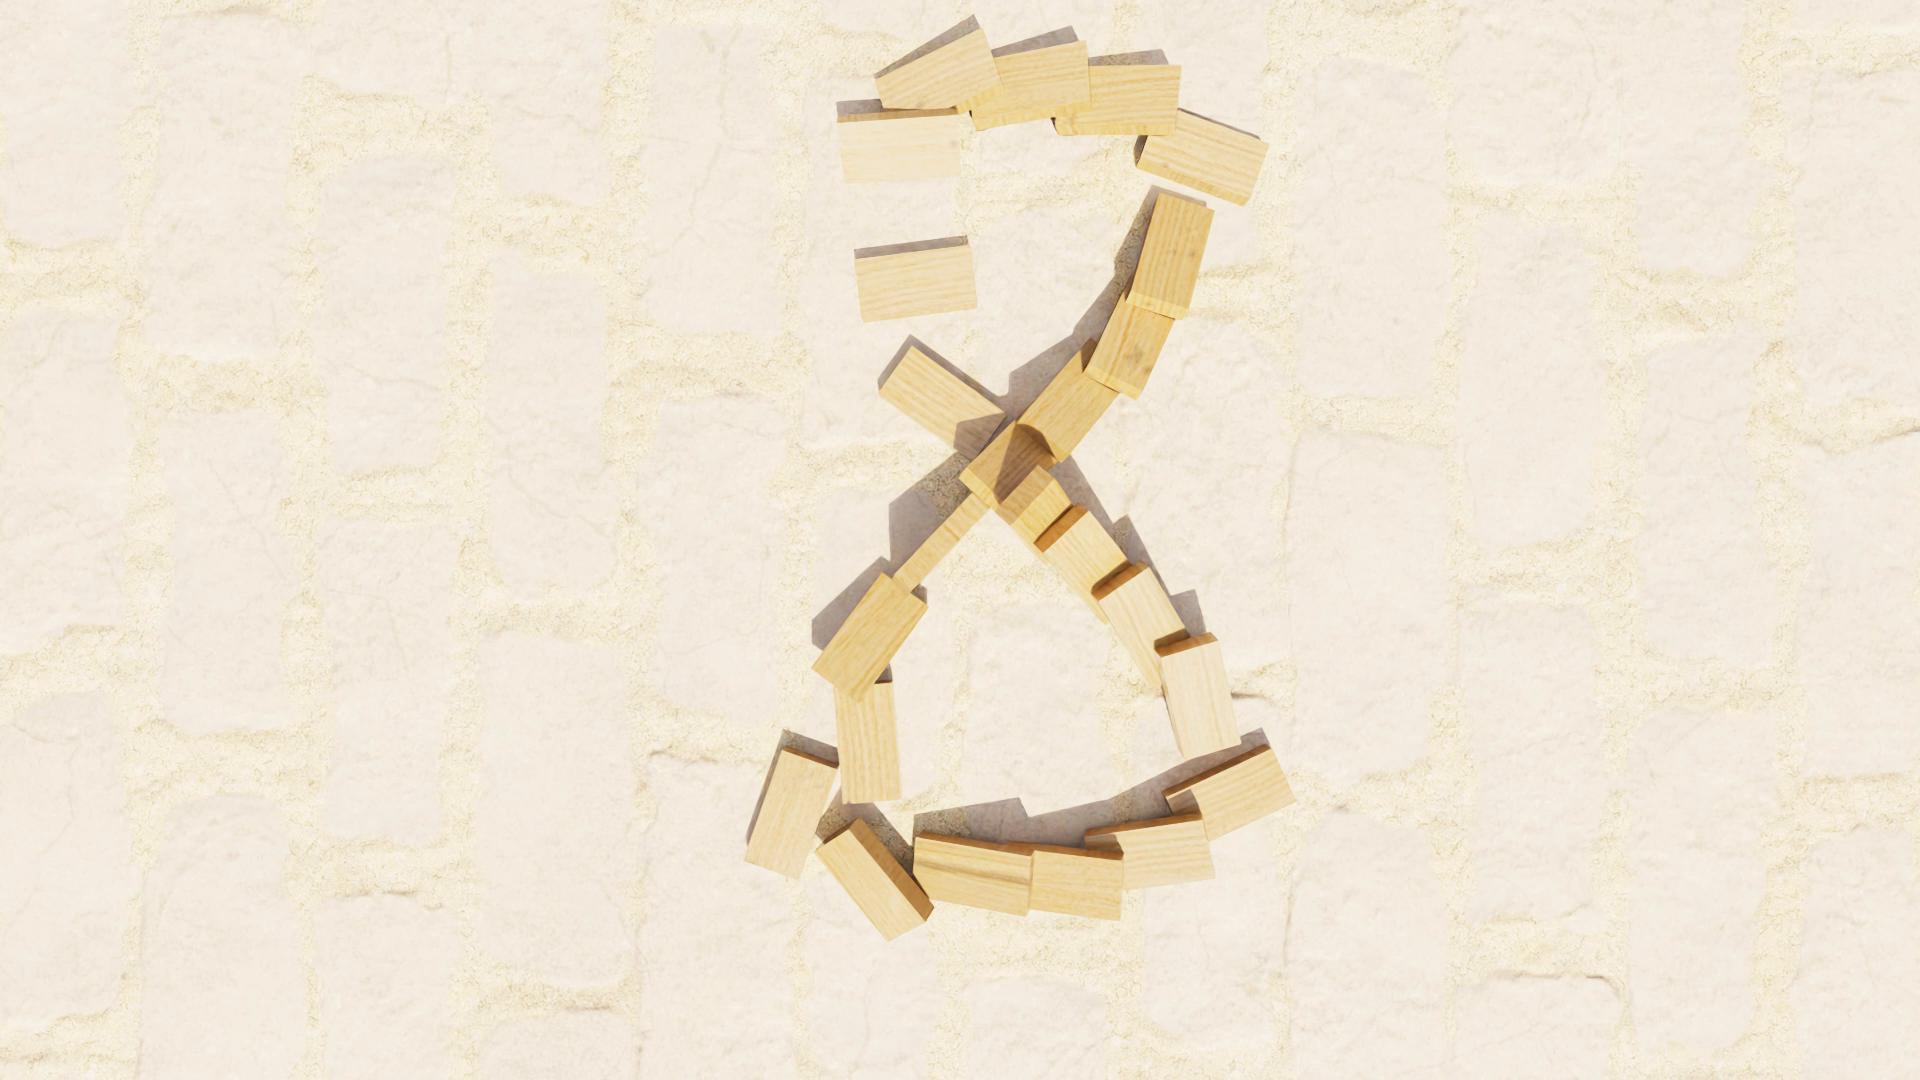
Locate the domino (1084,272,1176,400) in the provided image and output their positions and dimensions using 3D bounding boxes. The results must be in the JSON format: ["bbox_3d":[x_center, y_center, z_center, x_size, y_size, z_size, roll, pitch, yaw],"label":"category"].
[{"bbox_3d":[0.074,-0.087,0.388,0.025,0.009,0.050,26,73,0],"label":"domino"}]

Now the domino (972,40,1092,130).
[{"bbox_3d":[0.030,-0.193,0.389,0.050,0.009,0.025,-4,89,15],"label":"domino"}]

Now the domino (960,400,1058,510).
[{"bbox_3d":[0.025,-0.034,0.383,0.025,0.009,0.050,43,58,1],"label":"domino"}]

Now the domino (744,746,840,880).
[{"bbox_3d":[-0.072,0.117,0.395,0.025,0.010,0.050,19,90,0],"label":"domino"}]

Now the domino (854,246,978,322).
[{"bbox_3d":[-0.019,-0.110,0.395,0.050,0.010,0.025,-7,90,0],"label":"domino"}]

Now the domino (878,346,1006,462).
[{"bbox_3d":[-0.007,-0.058,0.395,0.050,0.010,0.025,36,90,0],"label":"domino"}]

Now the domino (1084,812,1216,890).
[{"bbox_3d":[0.080,0.133,0.389,0.050,0.010,0.025,-13,90,14],"label":"domino"}]

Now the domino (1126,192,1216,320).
[{"bbox_3d":[0.089,-0.120,0.389,0.025,0.010,0.050,18,74,0],"label":"domino"}]

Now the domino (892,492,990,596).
[{"bbox_3d":[-0.007,0.001,0.383,0.009,0.025,0.050,43,79,1],"label":"domino"}]

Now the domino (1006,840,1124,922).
[{"bbox_3d":[0.044,0.144,0.389,0.050,0.009,0.025,1,90,16],"label":"domino"}]

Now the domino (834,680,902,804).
[{"bbox_3d":[-0.040,0.087,0.395,0.025,0.010,0.050,-5,90,0],"label":"domino"}]

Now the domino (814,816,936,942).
[{"bbox_3d":[-0.037,0.144,0.390,0.025,0.010,0.050,-40,90,30],"label":"domino"}]

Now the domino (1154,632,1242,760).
[{"bbox_3d":[0.101,0.066,0.388,0.025,0.009,0.050,-17,107,0],"label":"domino"}]

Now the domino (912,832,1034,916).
[{"bbox_3d":[0.005,0.141,0.389,0.050,0.010,0.025,5,90,15],"label":"domino"}]

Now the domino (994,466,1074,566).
[{"bbox_3d":[0.034,-0.009,0.376,0.025,0.050,0.010,-47,60,0],"label":"domino"}]

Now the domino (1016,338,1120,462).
[{"bbox_3d":[0.049,-0.059,0.387,0.025,0.009,0.050,40,70,0],"label":"domino"}]

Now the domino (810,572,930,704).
[{"bbox_3d":[-0.038,0.042,0.389,0.025,0.010,0.050,36,76,0],"label":"domino"}]

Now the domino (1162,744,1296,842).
[{"bbox_3d":[0.116,0.111,0.395,0.050,0.010,0.025,-25,90,0],"label":"domino"}]

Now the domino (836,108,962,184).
[{"bbox_3d":[-0.025,-0.167,0.388,0.050,0.009,0.025,-4,133,0],"label":"domino"}]

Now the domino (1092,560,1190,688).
[{"bbox_3d":[0.079,0.036,0.387,0.025,0.010,0.050,-34,111,0],"label":"domino"}]

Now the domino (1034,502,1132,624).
[{"bbox_3d":[0.055,0.011,0.383,0.025,0.009,0.050,-43,122,0],"label":"domino"}]

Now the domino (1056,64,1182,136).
[{"bbox_3d":[0.067,-0.187,0.389,0.050,0.010,0.025,6,90,14],"label":"domino"}]

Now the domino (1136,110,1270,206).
[{"bbox_3d":[0.104,-0.166,0.395,0.050,0.009,0.025,20,90,0],"label":"domino"}]

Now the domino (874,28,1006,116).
[{"bbox_3d":[-0.009,-0.192,0.389,0.050,0.010,0.025,-19,86,14],"label":"domino"}]
